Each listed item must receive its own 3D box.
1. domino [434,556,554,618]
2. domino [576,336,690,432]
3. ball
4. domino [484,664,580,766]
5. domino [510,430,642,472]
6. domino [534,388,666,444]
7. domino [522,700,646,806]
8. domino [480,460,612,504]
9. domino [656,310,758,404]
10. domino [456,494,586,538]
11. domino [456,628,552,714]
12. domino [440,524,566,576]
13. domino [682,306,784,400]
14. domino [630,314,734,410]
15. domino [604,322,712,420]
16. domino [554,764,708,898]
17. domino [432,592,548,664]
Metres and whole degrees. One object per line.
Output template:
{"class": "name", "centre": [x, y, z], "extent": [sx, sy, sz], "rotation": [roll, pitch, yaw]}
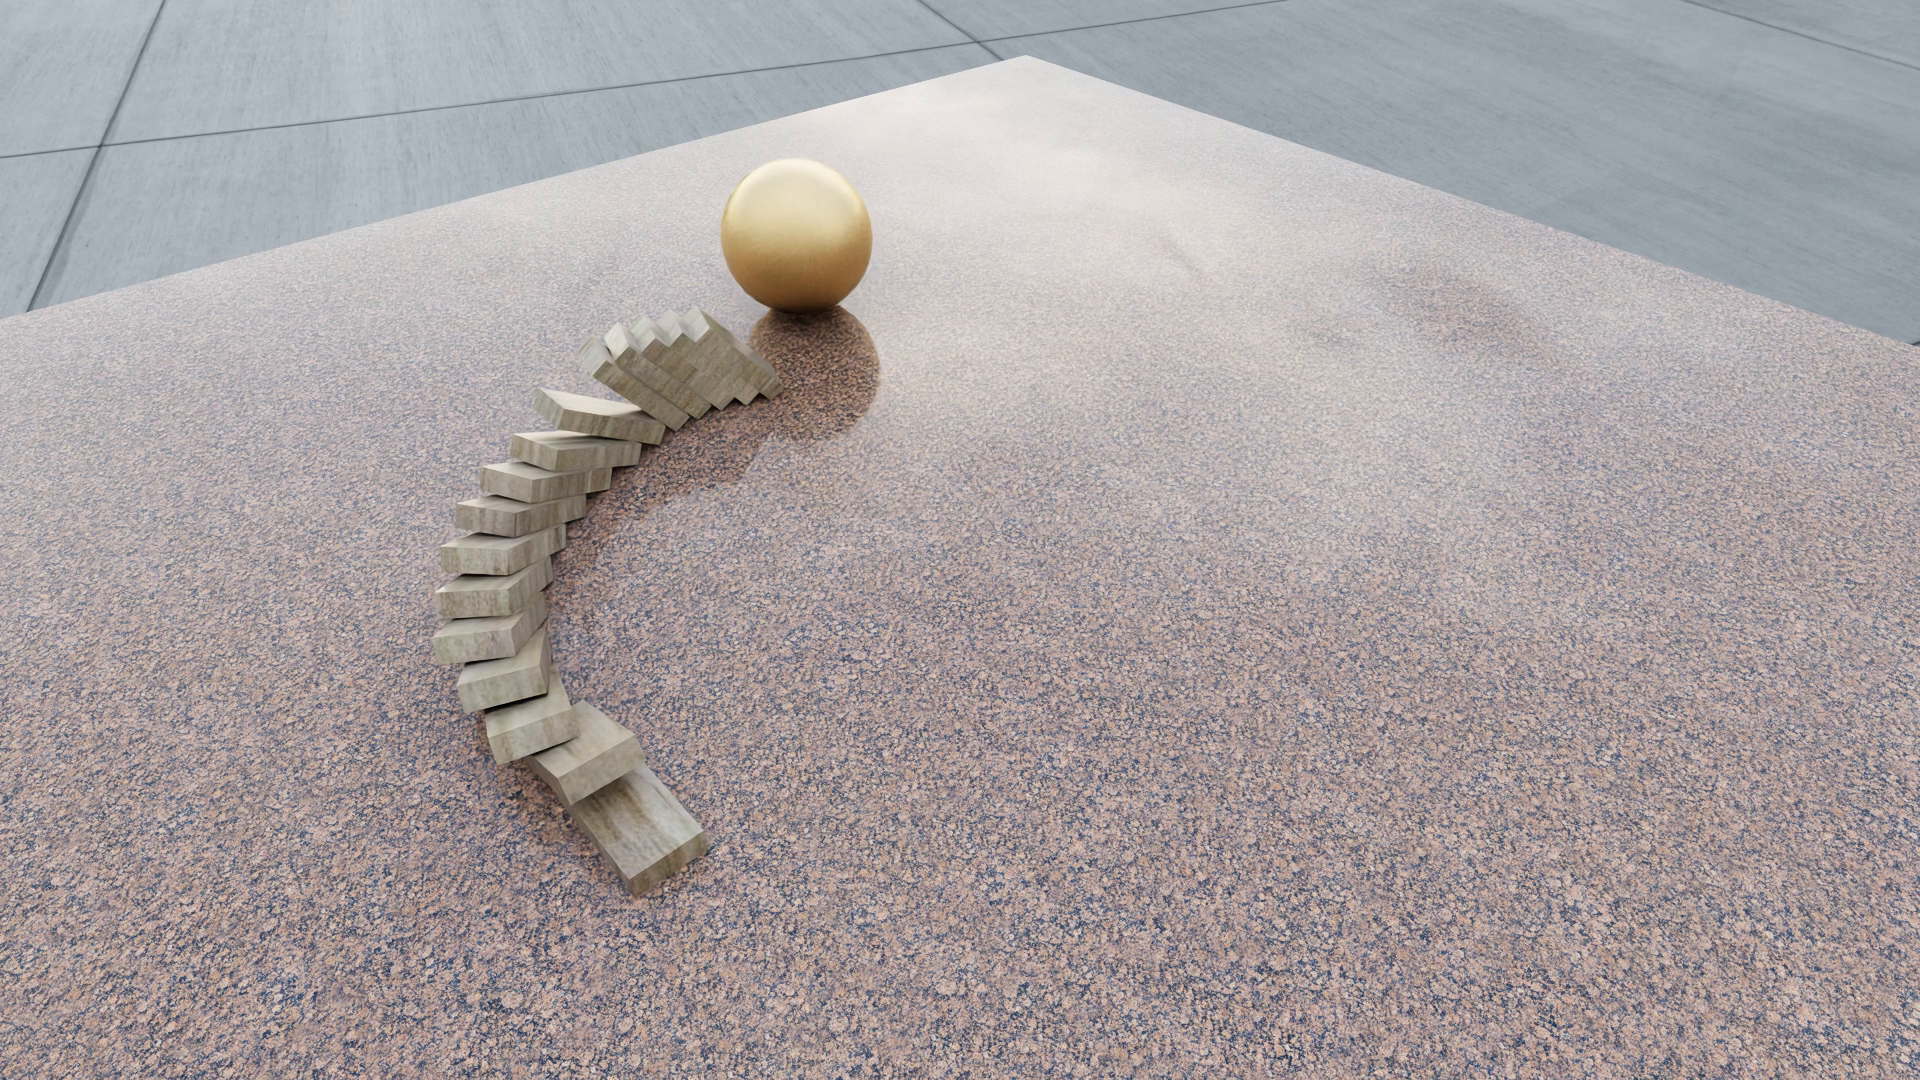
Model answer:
{"class": "domino", "centre": [-0.171, 0.017, 0.406], "extent": [0.025, 0.010, 0.050], "rotation": [-3, 12, -3]}
{"class": "domino", "centre": [-0.149, -0.071, 0.502], "extent": [0.010, 0.050, 0.025], "rotation": [-47, 47, 6]}
{"class": "ball", "centre": [-0.086, -0.160, 0.583], "extent": [0.080, 0.080, 0.080], "rotation": [0, 39, 0]}
{"class": "domino", "centre": [-0.141, 0.056, 0.359], "extent": [0.025, 0.009, 0.050], "rotation": [-19, 18, -21]}
{"class": "domino", "centre": [-0.164, -0.039, 0.473], "extent": [0.025, 0.009, 0.050], "rotation": [19, 15, 21]}
{"class": "domino", "centre": [-0.160, -0.055, 0.489], "extent": [0.025, 0.009, 0.050], "rotation": [33, 18, 38]}
{"class": "domino", "centre": [-0.121, 0.066, 0.347], "extent": [0.025, 0.009, 0.050], "rotation": [-29, 22, -30]}
{"class": "domino", "centre": [-0.171, -0.026, 0.457], "extent": [0.025, 0.010, 0.050], "rotation": [14, 13, 16]}
{"class": "domino", "centre": [-0.119, -0.086, 0.521], "extent": [0.010, 0.050, 0.025], "rotation": [-44, 45, 8]}
{"class": "domino", "centre": [-0.175, -0.012, 0.440], "extent": [0.025, 0.009, 0.050], "rotation": [9, 12, 11]}
{"class": "domino", "centre": [-0.153, 0.043, 0.373], "extent": [0.025, 0.010, 0.050], "rotation": [-14, 14, -16]}
{"class": "domino", "centre": [-0.174, 0.002, 0.423], "extent": [0.025, 0.010, 0.050], "rotation": [3, 12, 4]}
{"class": "domino", "centre": [-0.108, -0.089, 0.524], "extent": [0.009, 0.050, 0.025], "rotation": [-44, 45, 8]}
{"class": "domino", "centre": [-0.130, -0.083, 0.517], "extent": [0.009, 0.050, 0.025], "rotation": [-44, 45, 8]}
{"class": "domino", "centre": [-0.140, -0.078, 0.511], "extent": [0.009, 0.050, 0.025], "rotation": [-44, 44, 8]}
{"class": "domino", "centre": [-0.103, 0.084, 0.340], "extent": [0.025, 0.010, 0.050], "rotation": [-30, 48, -31]}
{"class": "domino", "centre": [-0.165, 0.030, 0.389], "extent": [0.025, 0.010, 0.050], "rotation": [-6, 13, -7]}
